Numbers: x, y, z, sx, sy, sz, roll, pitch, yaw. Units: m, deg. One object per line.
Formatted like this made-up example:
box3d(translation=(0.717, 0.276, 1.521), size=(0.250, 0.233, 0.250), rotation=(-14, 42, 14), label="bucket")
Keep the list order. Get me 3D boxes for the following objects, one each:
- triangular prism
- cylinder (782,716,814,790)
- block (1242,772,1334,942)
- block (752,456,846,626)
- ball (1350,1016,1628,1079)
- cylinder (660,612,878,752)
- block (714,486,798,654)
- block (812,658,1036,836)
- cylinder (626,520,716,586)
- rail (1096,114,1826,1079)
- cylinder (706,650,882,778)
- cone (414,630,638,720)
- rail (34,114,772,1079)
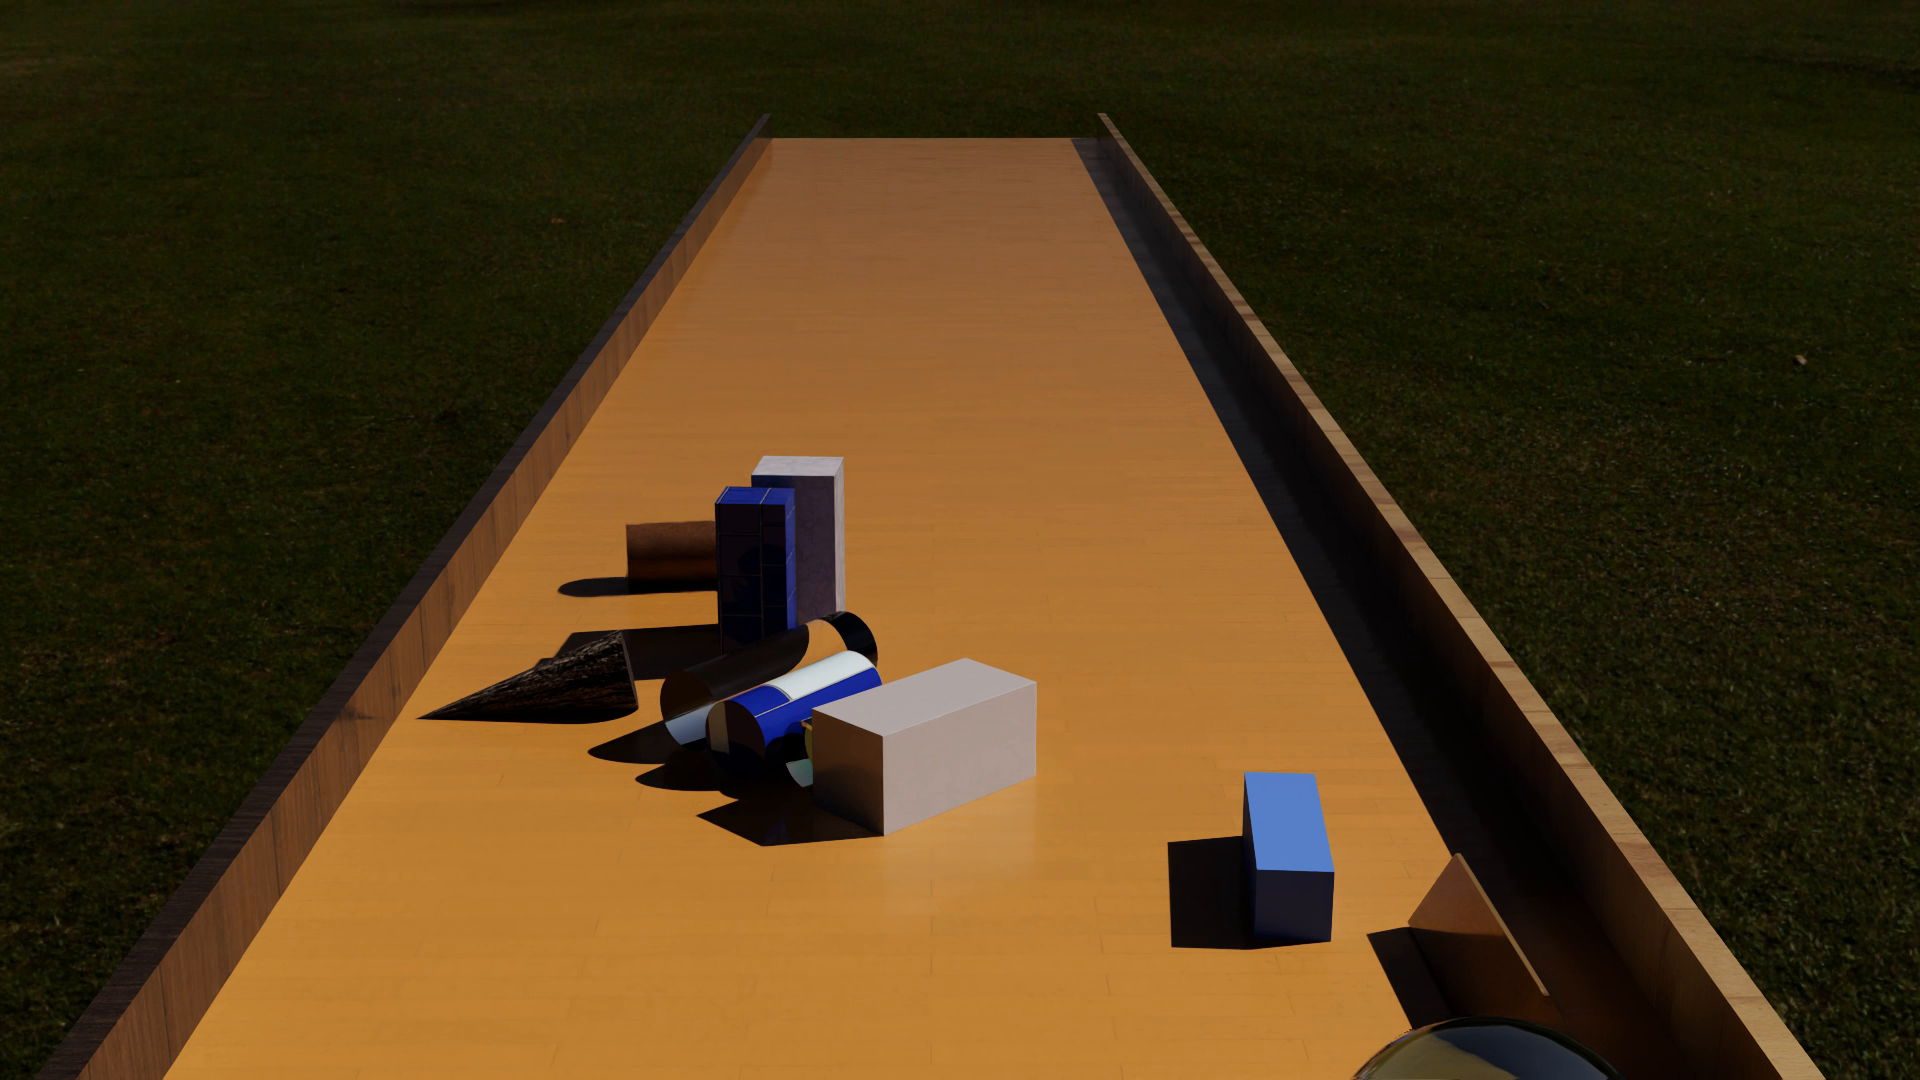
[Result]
box3d(translation=(0.747, 0.580, 3.062), size=(0.133, 0.116, 0.436), rotation=(0, 17, -3), label="triangular prism")
box3d(translation=(-0.115, 0.328, 3.908), size=(0.419, 0.123, 0.123), rotation=(-16, 23, -42), label="cylinder")
box3d(translation=(0.504, 0.484, 3.403), size=(0.112, 0.112, 0.370), rotation=(1, 17, 4), label="block")
box3d(translation=(-0.330, 0.022, 4.520), size=(0.167, 0.358, 0.167), rotation=(1, 15, 3), label="block")
box3d(translation=(0.552, 0.683, 2.278), size=(0.372, 0.372, 0.372), rotation=(0, 17, 0), label="ball")
box3d(translation=(-0.350, 0.258, 4.097), size=(0.150, 0.150, 0.432), rotation=(13, 21, 37), label="cylinder")
box3d(translation=(-0.404, 0.074, 4.380), size=(0.138, 0.337, 0.138), rotation=(1, 15, 4), label="block")
box3d(translation=(-0.058, 0.347, 3.753), size=(0.360, 0.175, 0.175), rotation=(-16, 23, -42), label="block")
box3d(translation=(-0.534, 0.025, 4.902), size=(0.412, 0.137, 0.137), rotation=(-3, 17, -9), label="cylinder")
box3d(translation=(0.932, -0.844, 7.801), size=(0.050, 0.150, 12.000), rotation=(0, 17, -1), label="rail")
box3d(translation=(-0.292, 0.309, 3.939), size=(0.142, 0.142, 0.324), rotation=(12, 20, 35), label="cylinder")
box3d(translation=(-0.821, 0.289, 4.125), size=(0.408, 0.153, 0.153), rotation=(-13, 18, -6), label="cone")
box3d(translation=(-1.118, -0.838, 7.780), size=(0.050, 0.150, 12.000), rotation=(0, 17, -1), label="rail")
